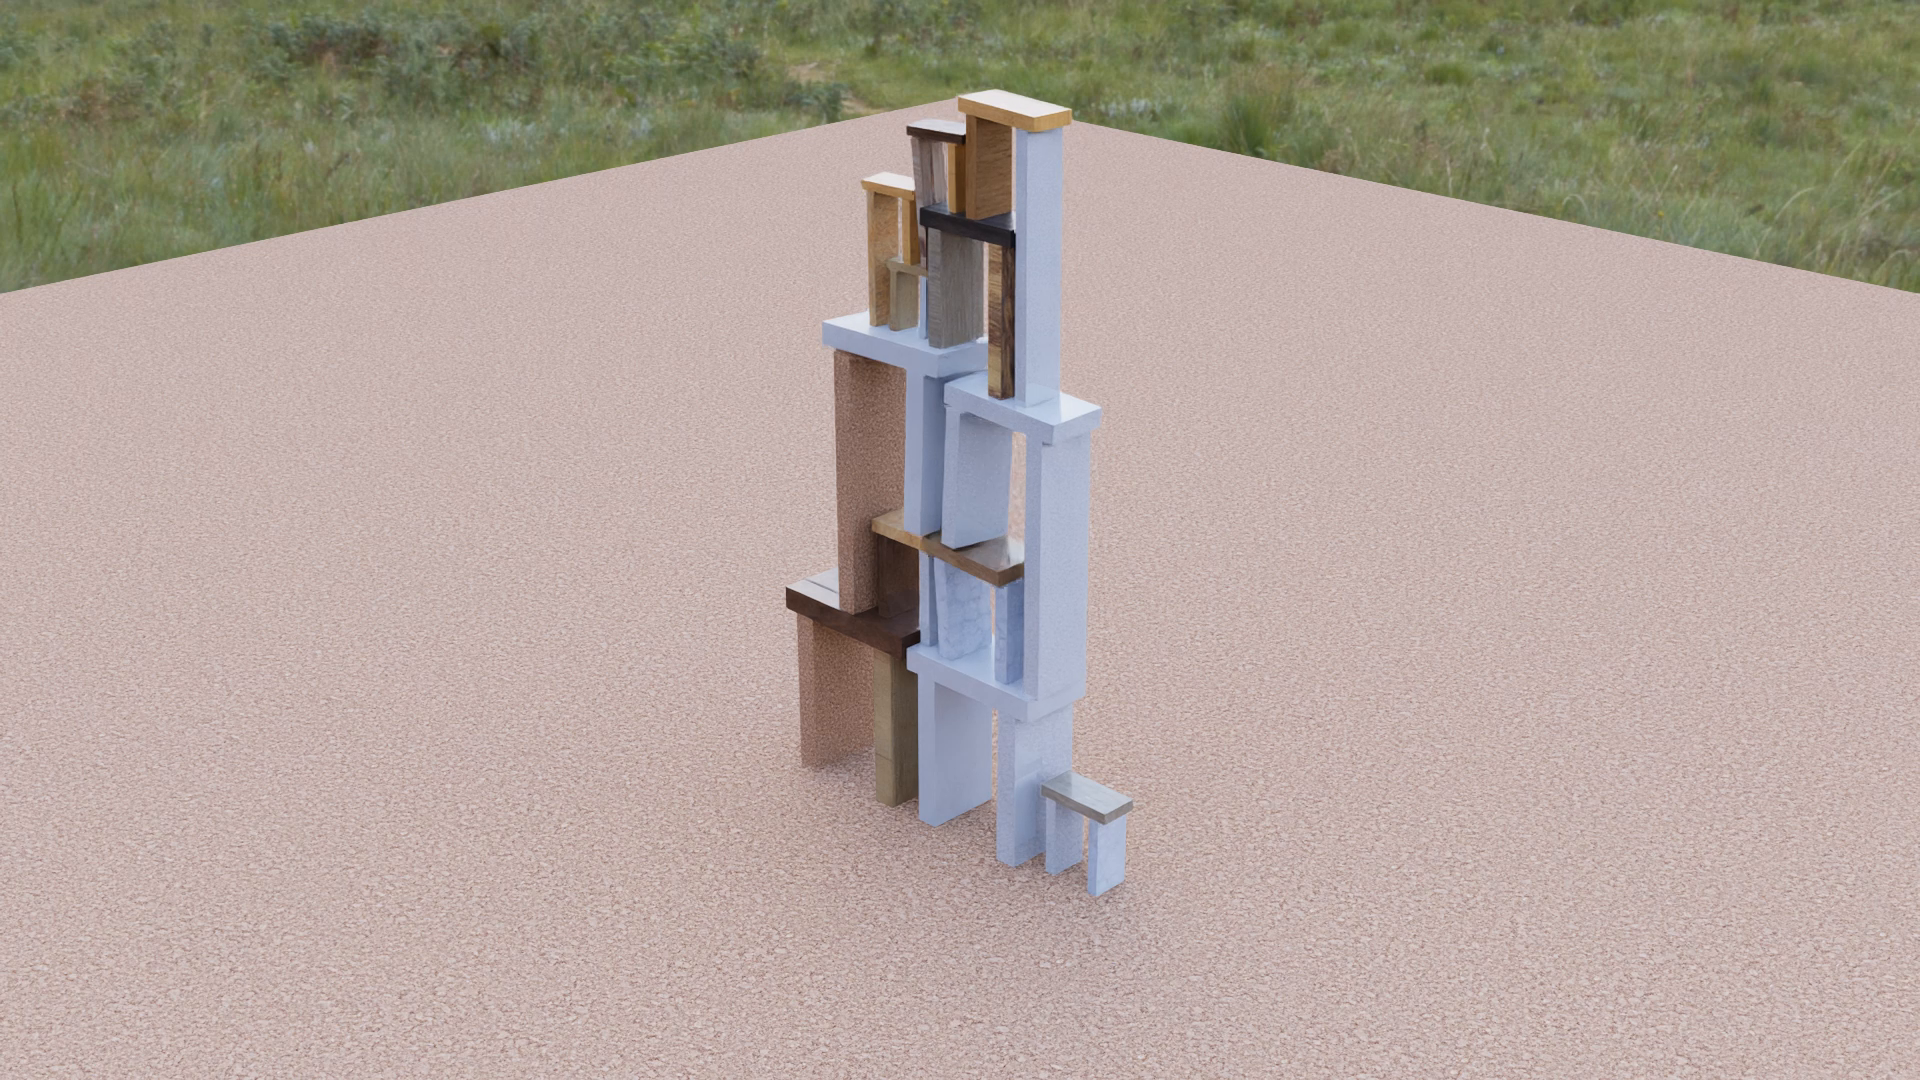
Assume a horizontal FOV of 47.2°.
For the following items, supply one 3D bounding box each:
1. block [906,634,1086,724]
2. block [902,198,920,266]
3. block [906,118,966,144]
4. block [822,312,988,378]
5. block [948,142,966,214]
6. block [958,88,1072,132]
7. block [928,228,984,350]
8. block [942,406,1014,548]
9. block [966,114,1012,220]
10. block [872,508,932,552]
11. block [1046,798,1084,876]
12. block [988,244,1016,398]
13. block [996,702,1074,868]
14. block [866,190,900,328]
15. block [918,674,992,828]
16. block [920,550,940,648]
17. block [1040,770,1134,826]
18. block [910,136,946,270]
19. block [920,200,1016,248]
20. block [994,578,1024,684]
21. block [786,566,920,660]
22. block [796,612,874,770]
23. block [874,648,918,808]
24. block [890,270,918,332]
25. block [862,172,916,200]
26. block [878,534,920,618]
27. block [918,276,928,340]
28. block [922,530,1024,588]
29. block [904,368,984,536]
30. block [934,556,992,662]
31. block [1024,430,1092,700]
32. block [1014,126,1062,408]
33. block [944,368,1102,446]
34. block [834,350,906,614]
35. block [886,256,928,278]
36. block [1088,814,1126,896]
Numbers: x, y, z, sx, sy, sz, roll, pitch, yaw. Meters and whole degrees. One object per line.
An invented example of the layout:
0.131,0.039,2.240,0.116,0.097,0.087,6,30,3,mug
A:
0.068,0.255,4.266,0.326,0.046,0.163,21,31,40,block
-0.078,-0.579,4.078,0.018,0.128,0.064,20,33,36,block
-0.027,-0.731,3.930,0.126,0.018,0.063,17,31,34,block
-0.097,-0.375,4.167,0.315,0.045,0.158,20,27,41,block
0.007,-0.654,3.937,0.018,0.126,0.063,20,32,39,block
0.094,-0.745,3.812,0.093,0.026,0.185,-21,33,-40,block
-0.007,-0.472,4.041,0.032,0.224,0.112,20,30,40,block
0.033,-0.126,4.097,0.133,0.265,0.038,-15,27,-37,block
0.051,-0.667,3.894,0.026,0.185,0.093,20,31,39,block
-0.080,-0.018,4.304,0.177,0.025,0.089,21,31,40,block
0.202,0.557,4.240,0.023,0.162,0.081,21,31,41,block
0.100,-0.404,3.955,0.032,0.281,0.112,19,29,39,block
0.145,0.456,4.268,0.046,0.326,0.163,21,31,40,block
-0.144,-0.535,4.153,0.018,0.260,0.064,21,31,40,block
-0.009,0.397,4.409,0.046,0.326,0.163,21,31,41,block
-0.038,0.102,4.310,0.025,0.201,0.089,21,31,40,block
0.240,0.487,4.168,0.162,0.023,0.081,21,31,41,block
-0.052,-0.622,4.018,0.018,0.249,0.063,20,36,38,block
0.046,-0.570,3.944,0.224,0.032,0.112,21,30,39,block
0.115,0.154,4.164,0.031,0.221,0.110,21,31,41,block
-0.175,0.142,4.477,0.346,0.049,0.173,21,31,41,block
-0.257,0.292,4.629,0.049,0.347,0.173,21,31,41,block
-0.094,0.356,4.479,0.049,0.346,0.173,21,31,41,block
-0.106,-0.456,4.155,0.016,0.116,0.058,19,26,41,block
-0.113,-0.655,4.069,0.128,0.018,0.064,18,32,34,block
-0.122,0.059,4.381,0.025,0.177,0.089,21,31,41,block
-0.049,-0.438,4.106,0.016,0.116,0.058,19,25,38,block
0.042,0.023,4.141,0.110,0.031,0.220,-22,31,-34,block
-0.031,-0.178,4.158,0.157,0.315,0.045,-17,27,-42,block
0.007,0.113,4.251,0.110,0.221,0.031,-23,32,-35,block
0.178,0.039,4.055,0.038,0.517,0.133,21,31,41,block
0.138,-0.483,3.873,0.026,0.498,0.093,20,30,39,block
0.113,-0.245,3.997,0.265,0.038,0.133,24,32,37,block
-0.171,-0.127,4.353,0.158,0.543,0.045,-21,31,-41,block
-0.074,-0.512,4.108,0.116,0.016,0.058,18,29,38,block
0.279,0.587,4.169,0.023,0.162,0.081,21,31,41,block
